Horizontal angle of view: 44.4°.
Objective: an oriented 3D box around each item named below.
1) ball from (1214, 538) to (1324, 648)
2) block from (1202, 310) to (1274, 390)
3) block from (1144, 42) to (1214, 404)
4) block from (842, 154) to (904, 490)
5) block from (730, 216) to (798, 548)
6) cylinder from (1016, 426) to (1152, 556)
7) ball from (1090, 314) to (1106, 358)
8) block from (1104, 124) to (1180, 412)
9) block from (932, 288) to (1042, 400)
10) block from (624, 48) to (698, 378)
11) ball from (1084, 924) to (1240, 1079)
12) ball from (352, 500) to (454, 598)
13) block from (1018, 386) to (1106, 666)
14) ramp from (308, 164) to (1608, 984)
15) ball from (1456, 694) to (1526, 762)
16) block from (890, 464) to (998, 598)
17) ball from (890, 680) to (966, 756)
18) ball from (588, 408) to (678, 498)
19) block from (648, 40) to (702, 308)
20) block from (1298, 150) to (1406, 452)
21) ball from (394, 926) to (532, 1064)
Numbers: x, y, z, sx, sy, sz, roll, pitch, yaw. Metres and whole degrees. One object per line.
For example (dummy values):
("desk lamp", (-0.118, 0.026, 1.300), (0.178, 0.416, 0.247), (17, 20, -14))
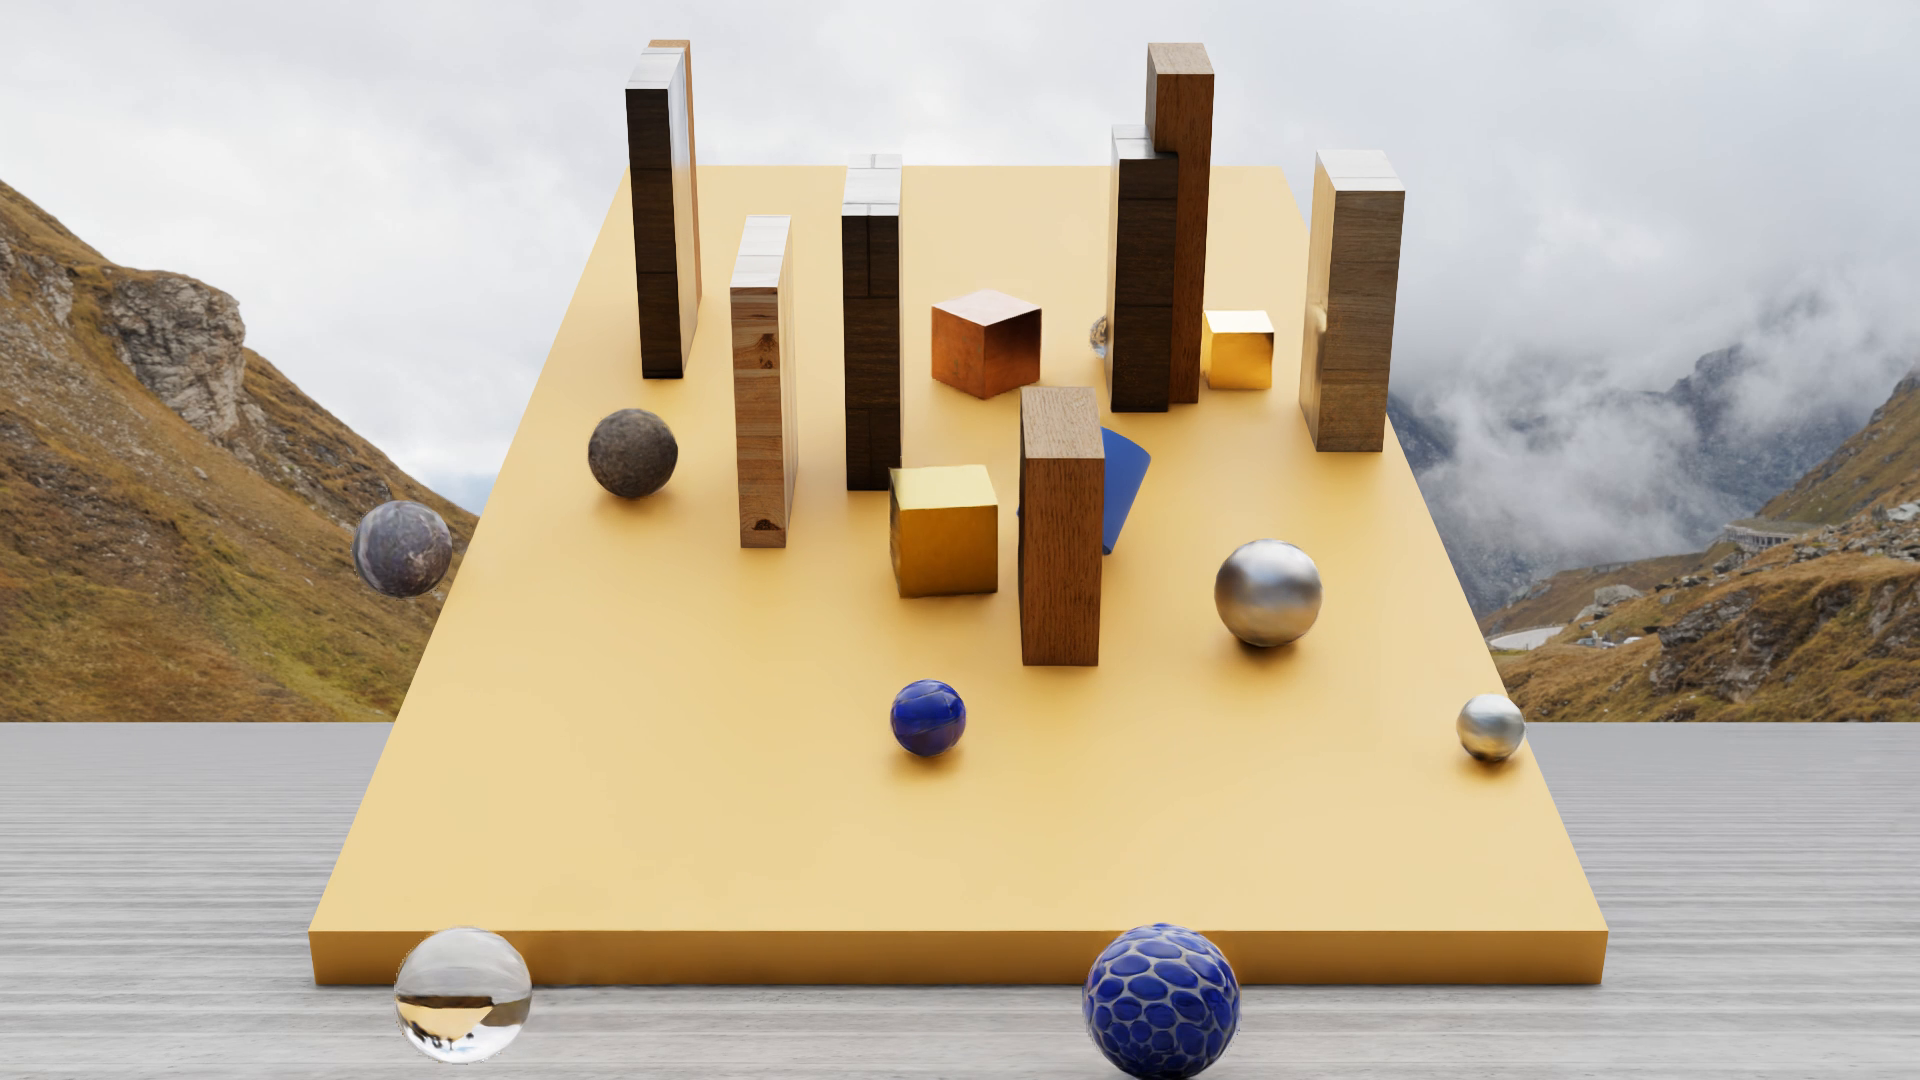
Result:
("ball", (0.579, 0.099, 4.423), (0.204, 0.204, 0.204), (0, -4, 0))
("block", (0.663, -0.454, 5.627), (0.146, 0.146, 0.146), (-1, 26, -2))
("block", (0.495, -0.733, 5.472), (0.127, 0.783, 0.278), (0, 26, 0))
("block", (-0.185, -0.479, 5.134), (0.117, 0.618, 0.433), (0, 26, 0))
("block", (-0.403, -0.335, 4.897), (0.093, 0.565, 0.444), (0, 26, 0))
("cylinder", (0.249, -0.108, 4.744), (0.208, 0.208, 0.208), (23, -9, 4))
("ball", (0.373, -0.496, 5.746), (0.115, 0.115, 0.115), (0, -4, 0))
("block", (0.417, -0.629, 5.458), (0.132, 0.607, 0.275), (0, 26, 0))
("block", (0.062, -0.469, 5.609), (0.185, 0.185, 0.185), (-22, 33, -37))
("block", (-0.713, -0.786, 5.660), (0.097, 0.708, 0.374), (0, 26, 0))
("ball", (0.231, 0.528, 2.690), (0.179, 0.179, 0.179), (0, -4, 0))
("ball", (-1.108, 0.018, 4.685), (0.195, 0.195, 0.195), (0, -4, 0))
("block", (0.187, -0.029, 4.435), (0.141, 0.422, 0.338), (0, 26, 0))
("ramp", (-0.010, -0.229, 5.441), (2.000, 0.100, 4.000), (0, 26, 0))
("ball", (0.915, 0.323, 4.063), (0.117, 0.117, 0.117), (0, -4, 0))
("block", (-0.034, -0.018, 4.673), (0.192, 0.192, 0.192), (-3, 26, -7))
("ball", (-0.055, 0.307, 4.071), (0.134, 0.134, 0.134), (0, -4, 0))
("ball", (-0.697, -0.185, 5.014), (0.191, 0.191, 0.191), (0, -4, 0))
("block", (-0.722, -0.866, 5.861), (0.097, 0.675, 0.365), (0, 26, 0))
("block", (0.871, -0.535, 5.268), (0.148, 0.607, 0.300), (0, 26, 0))
("ball", (-0.598, 0.548, 2.838), (0.162, 0.162, 0.162), (0, -4, 0))
